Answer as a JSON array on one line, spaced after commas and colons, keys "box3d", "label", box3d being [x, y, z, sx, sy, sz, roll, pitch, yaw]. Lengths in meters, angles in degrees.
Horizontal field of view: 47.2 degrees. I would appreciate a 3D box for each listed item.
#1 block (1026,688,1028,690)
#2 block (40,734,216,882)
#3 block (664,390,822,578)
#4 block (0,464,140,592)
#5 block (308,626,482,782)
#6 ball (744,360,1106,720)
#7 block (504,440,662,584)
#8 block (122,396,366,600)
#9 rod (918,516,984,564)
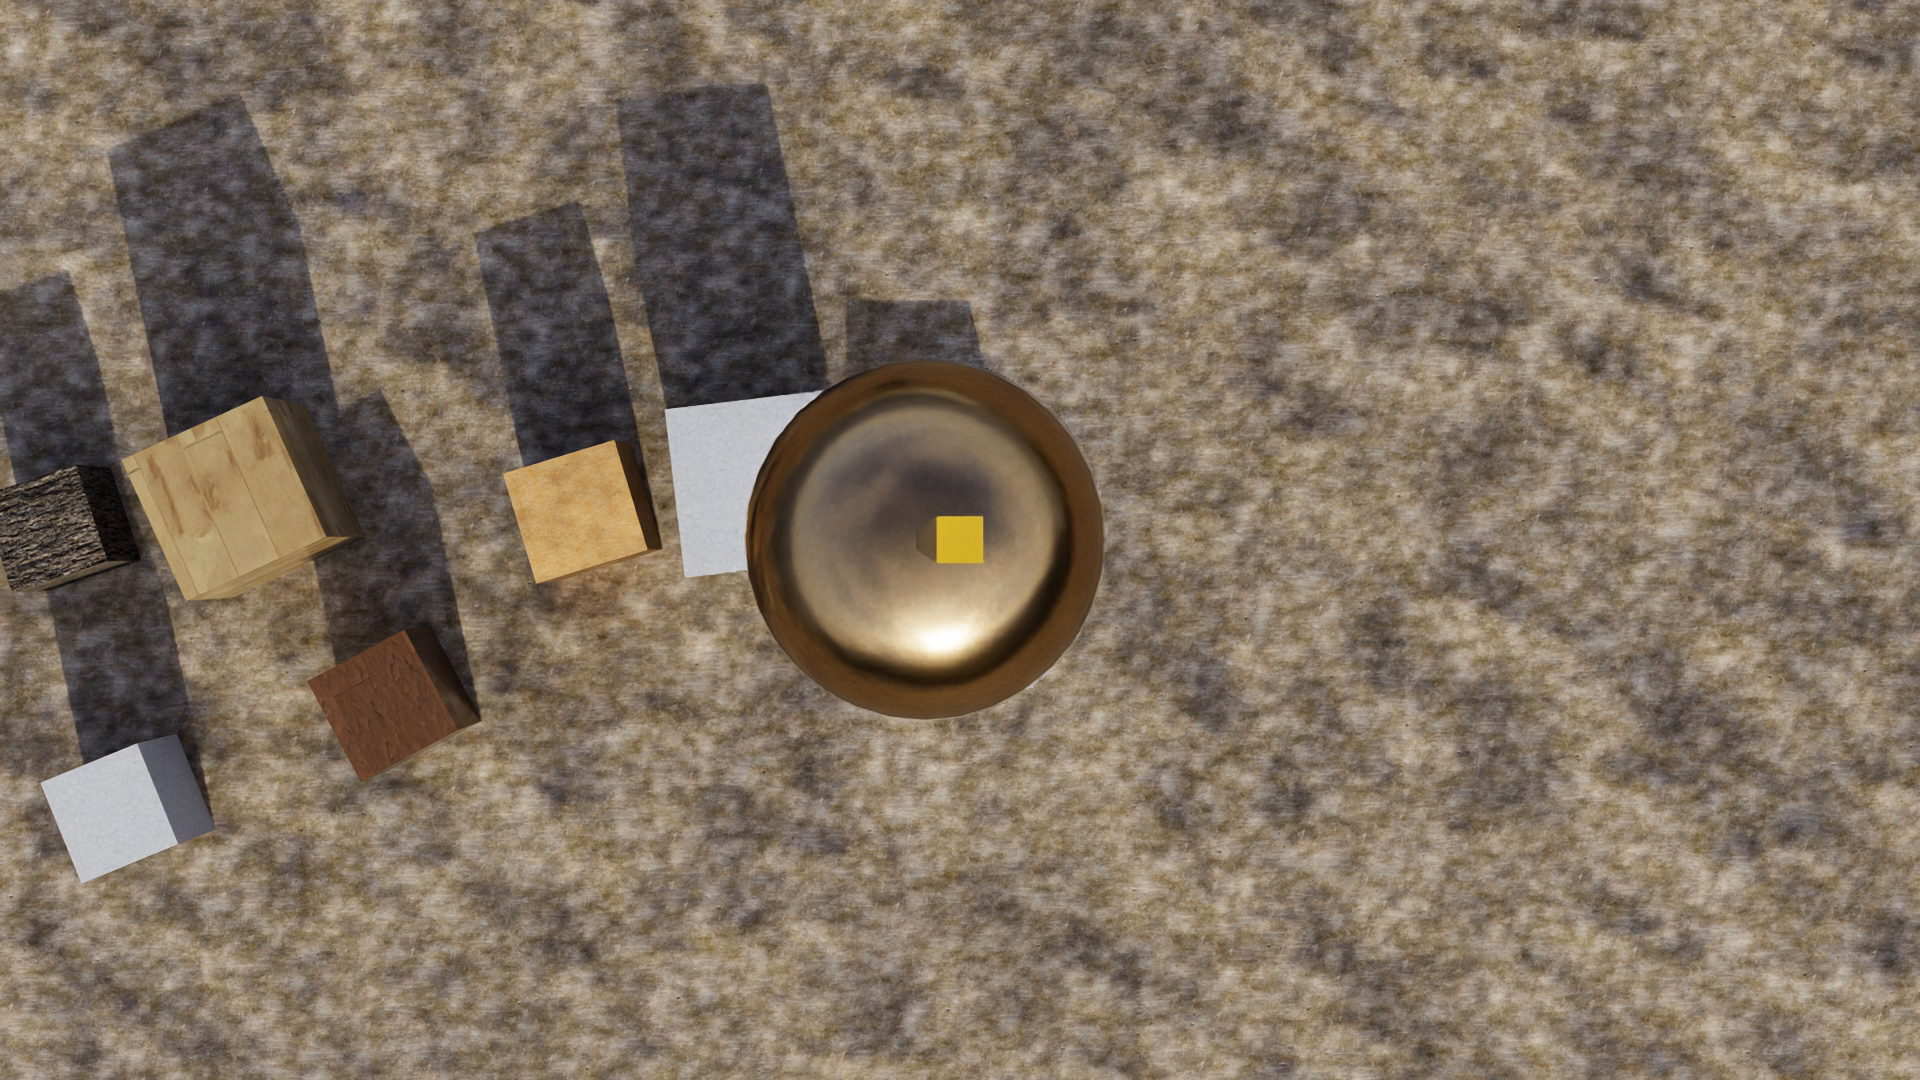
[{"box3d": [0.019, 0.474, 12.665, 0.727, 0.671, 0.723, 0, 90, 0], "label": "block"}, {"box3d": [-4.787, 1.539, 12.687, 0.586, 0.627, 0.612, -22, 90, 0], "label": "block"}, {"box3d": [-1.133, -0.310, 12.588, 0.898, 0.823, 0.938, -7, 90, 0], "label": "block"}, {"box3d": [-5.202, -0.065, 12.744, 0.571, 0.512, 0.578, -18, 90, 0], "label": "block"}, {"box3d": [-3.253, 0.933, 12.694, 0.621, 0.612, 0.643, -28, 90, 0], "label": "block"}, {"box3d": [-0.155, 0.000, 9.776, 1.600, 1.600, 1.600, 0, 90, 0], "label": "ball"}, {"box3d": [-2.164, -0.159, 12.683, 0.654, 0.634, 0.645, -17, 90, 0], "label": "block"}, {"box3d": [-4.080, -0.231, 12.593, 0.856, 0.813, 0.859, -24, 90, 0], "label": "block"}, {"box3d": [-0.067, 0.000, 6.377, 0.080, 5.200, 0.080, 0, 90, -1], "label": "rod"}]
